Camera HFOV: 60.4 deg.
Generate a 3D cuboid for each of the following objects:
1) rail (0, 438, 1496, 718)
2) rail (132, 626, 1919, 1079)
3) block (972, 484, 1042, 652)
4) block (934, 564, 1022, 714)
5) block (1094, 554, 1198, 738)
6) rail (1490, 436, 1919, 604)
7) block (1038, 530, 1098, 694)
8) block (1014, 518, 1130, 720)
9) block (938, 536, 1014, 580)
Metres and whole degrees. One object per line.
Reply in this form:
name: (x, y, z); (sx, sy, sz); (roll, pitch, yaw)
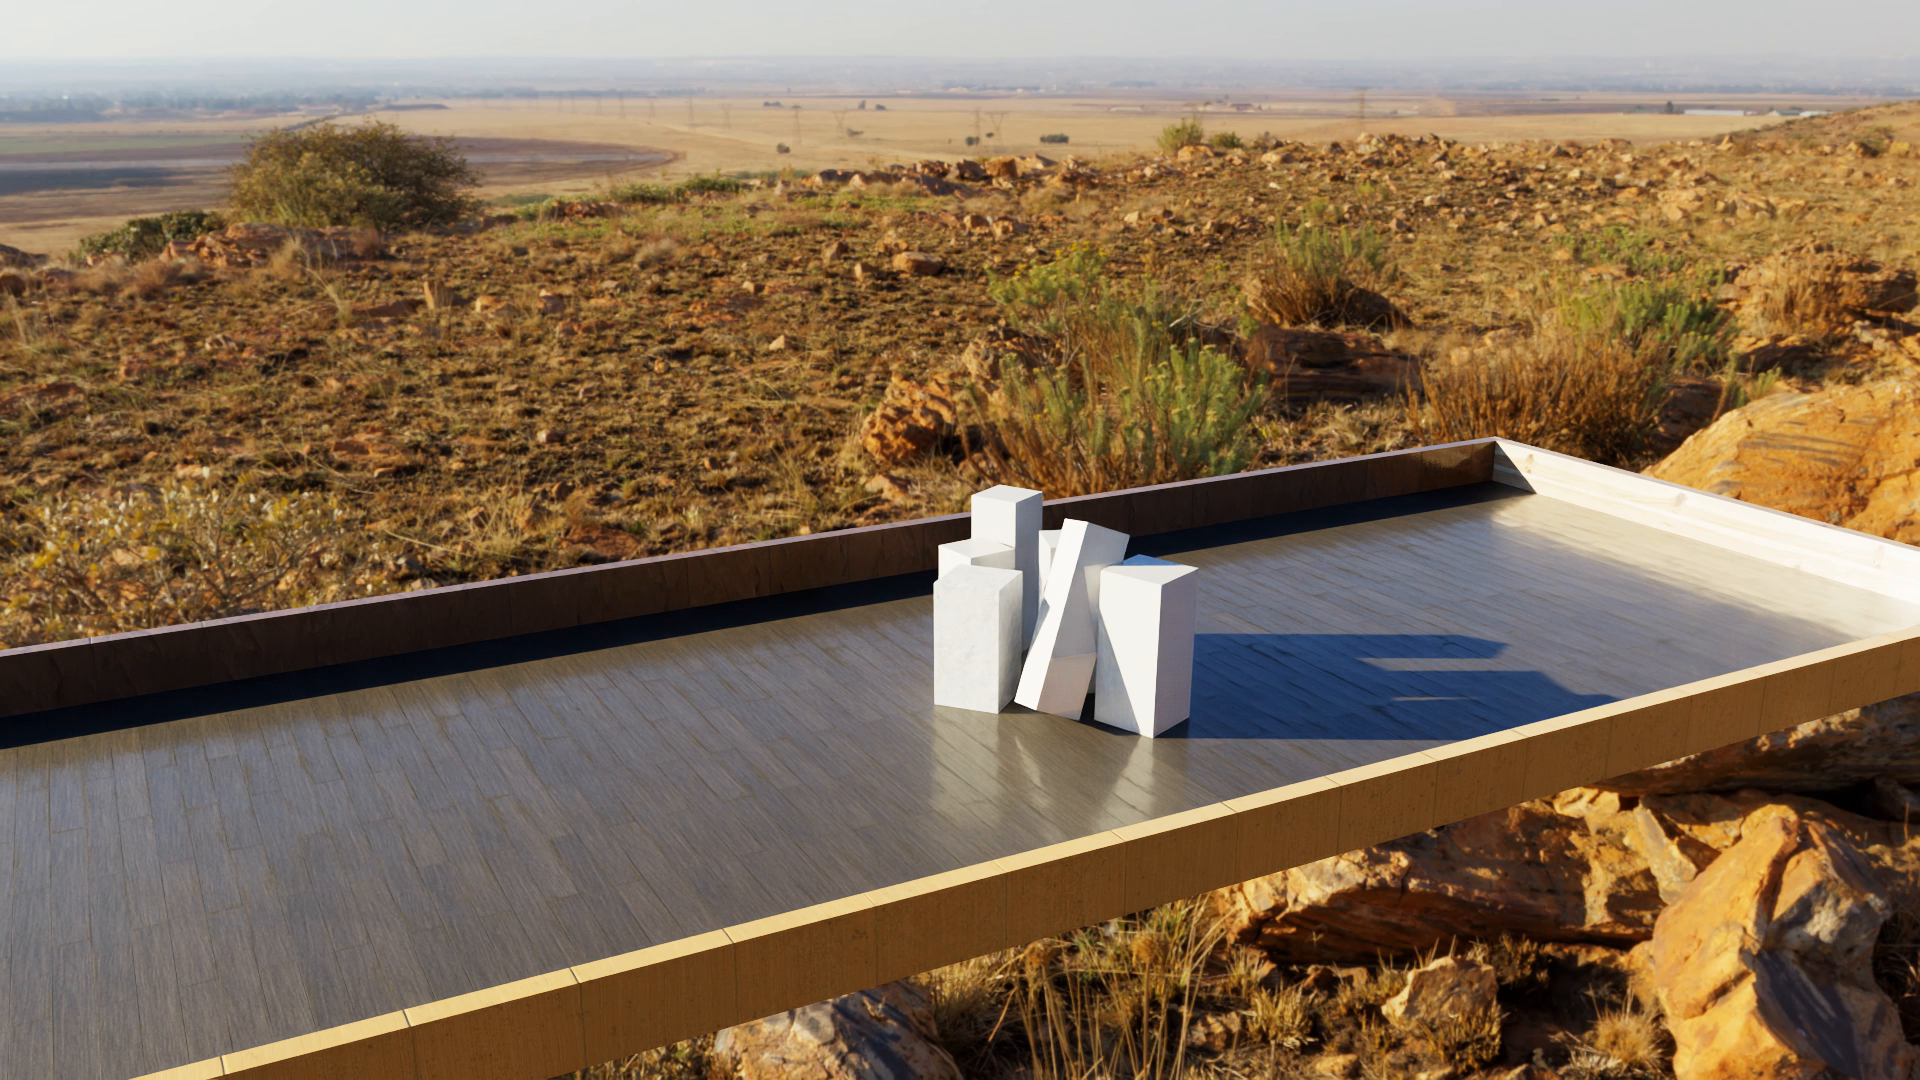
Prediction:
rail: (-3.305, 0.497, 3.399); (12.000, 0.150, 0.050); (-9, 18, -27)
rail: (-2.336, 1.006, 1.665); (12.000, 0.150, 0.050); (-9, 18, -27)
block: (0.123, 0.079, 4.349); (0.134, 0.416, 0.134); (11, 20, 32)
block: (0.045, 0.237, 4.002); (0.164, 0.309, 0.164); (6, 18, 21)
block: (0.435, 0.245, 3.855); (0.162, 0.372, 0.162); (14, 22, 36)
rail: (2.466, -0.048, 5.253); (0.050, 0.150, 2.100); (-9, 18, -27)
block: (0.289, 0.176, 4.085); (0.164, 0.374, 0.164); (-2, 15, -6)
block: (0.263, 0.186, 3.882); (0.117, 0.450, 0.117); (16, -2, -23)
block: (0.042, 0.171, 4.208); (0.137, 0.319, 0.137); (-11, 20, -34)
